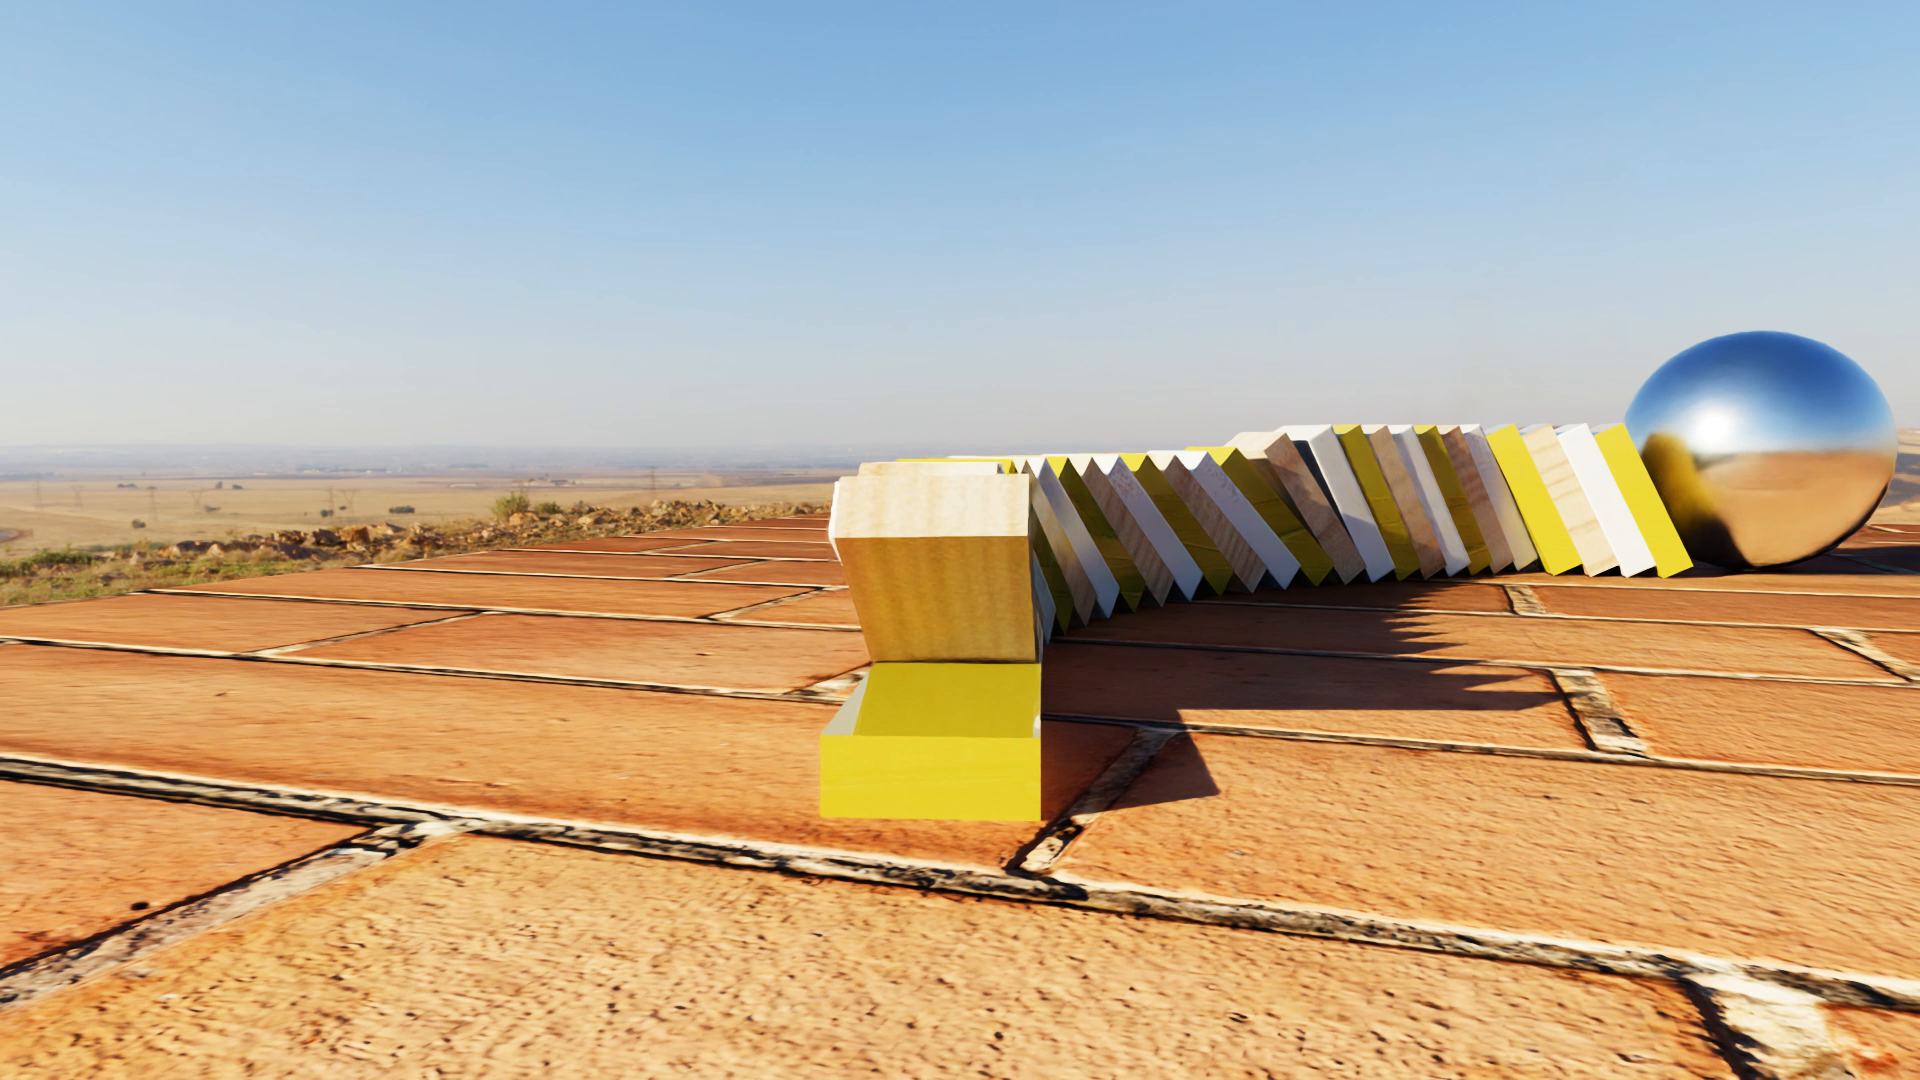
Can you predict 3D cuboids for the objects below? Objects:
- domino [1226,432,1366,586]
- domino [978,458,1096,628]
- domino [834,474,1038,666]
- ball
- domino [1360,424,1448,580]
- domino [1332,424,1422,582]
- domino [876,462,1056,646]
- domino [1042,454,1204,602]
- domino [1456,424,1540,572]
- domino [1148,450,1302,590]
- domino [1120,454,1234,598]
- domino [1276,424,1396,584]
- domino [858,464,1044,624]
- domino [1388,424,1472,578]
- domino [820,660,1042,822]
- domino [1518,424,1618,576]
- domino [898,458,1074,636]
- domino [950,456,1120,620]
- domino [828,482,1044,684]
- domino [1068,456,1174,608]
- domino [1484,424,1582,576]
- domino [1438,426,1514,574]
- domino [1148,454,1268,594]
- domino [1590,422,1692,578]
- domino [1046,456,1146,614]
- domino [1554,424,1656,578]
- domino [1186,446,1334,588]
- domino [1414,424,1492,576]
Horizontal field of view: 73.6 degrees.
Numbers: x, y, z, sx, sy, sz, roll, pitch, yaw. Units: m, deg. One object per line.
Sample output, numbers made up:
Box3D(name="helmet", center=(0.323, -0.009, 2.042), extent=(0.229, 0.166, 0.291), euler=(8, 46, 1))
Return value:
Box3D(name="domino", center=(0.102, -0.010, 0.392), extent=(0.010, 0.050, 0.025), euler=(-38, 15, -13))
Box3D(name="domino", center=(0.011, 0.001, 0.287), extent=(0.025, 0.010, 0.050), euler=(2, -35, 29))
Box3D(name="domino", center=(-0.002, 0.009, 0.188), extent=(0.025, 0.009, 0.050), euler=(-1, -32, 5))
Box3D(name="ball", center=(0.265, -0.030, 0.430), extent=(0.080, 0.080, 0.080), euler=(0, 4, 0))
Box3D(name="domino", center=(0.134, -0.012, 0.408), extent=(0.010, 0.050, 0.025), euler=(-31, 13, -15))
Box3D(name="domino", center=(0.124, -0.012, 0.403), extent=(0.009, 0.050, 0.025), euler=(-31, 13, -15))
Box3D(name="domino", center=(0.001, 0.004, 0.257), extent=(0.025, 0.010, 0.050), euler=(2, -35, 20))
Box3D(name="domino", center=(0.042, -0.003, 0.341), extent=(0.025, 0.010, 0.050), euler=(4, -35, 44))
Box3D(name="domino", center=(0.172, -0.014, 0.430), extent=(0.009, 0.050, 0.025), euler=(-31, 11, -13))
Box3D(name="domino", center=(0.075, -0.006, 0.374), extent=(0.050, 0.010, 0.025), euler=(45, -19, -26))
Box3D(name="domino", center=(0.052, -0.004, 0.353), extent=(0.025, 0.010, 0.050), euler=(5, -34, 49))
Box3D(name="domino", center=(0.114, -0.011, 0.398), extent=(0.009, 0.050, 0.025), euler=(-32, 13, -14))
Box3D(name="domino", center=(-0.001, 0.005, 0.241), extent=(0.025, 0.009, 0.050), euler=(1, -35, 16))
Box3D(name="domino", center=(0.143, -0.013, 0.413), extent=(0.010, 0.050, 0.025), euler=(-31, 13, -15))
Box3D(name="domino", center=(-0.002, 0.025, 0.170), extent=(0.025, 0.010, 0.050), euler=(0, 4, 4))
Box3D(name="domino", center=(0.198, -0.014, 0.423), extent=(0.010, 0.050, 0.025), euler=(-26, -1, 13))
Box3D(name="domino", center=(0.005, 0.002, 0.272), extent=(0.025, 0.009, 0.050), euler=(2, -35, 24))
Box3D(name="domino", center=(0.017, 0.000, 0.301), extent=(0.025, 0.010, 0.050), euler=(3, -35, 32))
Box3D(name="domino", center=(-0.002, 0.008, 0.206), extent=(0.025, 0.010, 0.050), euler=(-2, -32, 10))
Box3D(name="domino", center=(0.033, -0.002, 0.328), extent=(0.025, 0.010, 0.050), euler=(4, -35, 41))
Box3D(name="domino", center=(0.188, -0.014, 0.426), extent=(0.010, 0.050, 0.025), euler=(-26, -1, 13))
Box3D(name="domino", center=(0.162, -0.014, 0.425), extent=(0.009, 0.050, 0.025), euler=(-31, 13, -15))
Box3D(name="domino", center=(0.063, -0.005, 0.364), extent=(0.050, 0.010, 0.025), euler=(45, -22, -29))
Box3D(name="domino", center=(0.218, -0.013, 0.417), extent=(0.009, 0.050, 0.025), euler=(-26, -1, 13))
Box3D(name="domino", center=(0.024, -0.001, 0.315), extent=(0.025, 0.009, 0.050), euler=(3, -35, 37))
Box3D(name="domino", center=(0.208, -0.013, 0.420), extent=(0.009, 0.050, 0.025), euler=(-26, -1, 13))
Box3D(name="domino", center=(0.087, -0.007, 0.385), extent=(0.050, 0.009, 0.025), euler=(46, -13, -19))
Box3D(name="domino", center=(0.153, -0.013, 0.419), extent=(0.010, 0.050, 0.025), euler=(-31, 13, -15))
